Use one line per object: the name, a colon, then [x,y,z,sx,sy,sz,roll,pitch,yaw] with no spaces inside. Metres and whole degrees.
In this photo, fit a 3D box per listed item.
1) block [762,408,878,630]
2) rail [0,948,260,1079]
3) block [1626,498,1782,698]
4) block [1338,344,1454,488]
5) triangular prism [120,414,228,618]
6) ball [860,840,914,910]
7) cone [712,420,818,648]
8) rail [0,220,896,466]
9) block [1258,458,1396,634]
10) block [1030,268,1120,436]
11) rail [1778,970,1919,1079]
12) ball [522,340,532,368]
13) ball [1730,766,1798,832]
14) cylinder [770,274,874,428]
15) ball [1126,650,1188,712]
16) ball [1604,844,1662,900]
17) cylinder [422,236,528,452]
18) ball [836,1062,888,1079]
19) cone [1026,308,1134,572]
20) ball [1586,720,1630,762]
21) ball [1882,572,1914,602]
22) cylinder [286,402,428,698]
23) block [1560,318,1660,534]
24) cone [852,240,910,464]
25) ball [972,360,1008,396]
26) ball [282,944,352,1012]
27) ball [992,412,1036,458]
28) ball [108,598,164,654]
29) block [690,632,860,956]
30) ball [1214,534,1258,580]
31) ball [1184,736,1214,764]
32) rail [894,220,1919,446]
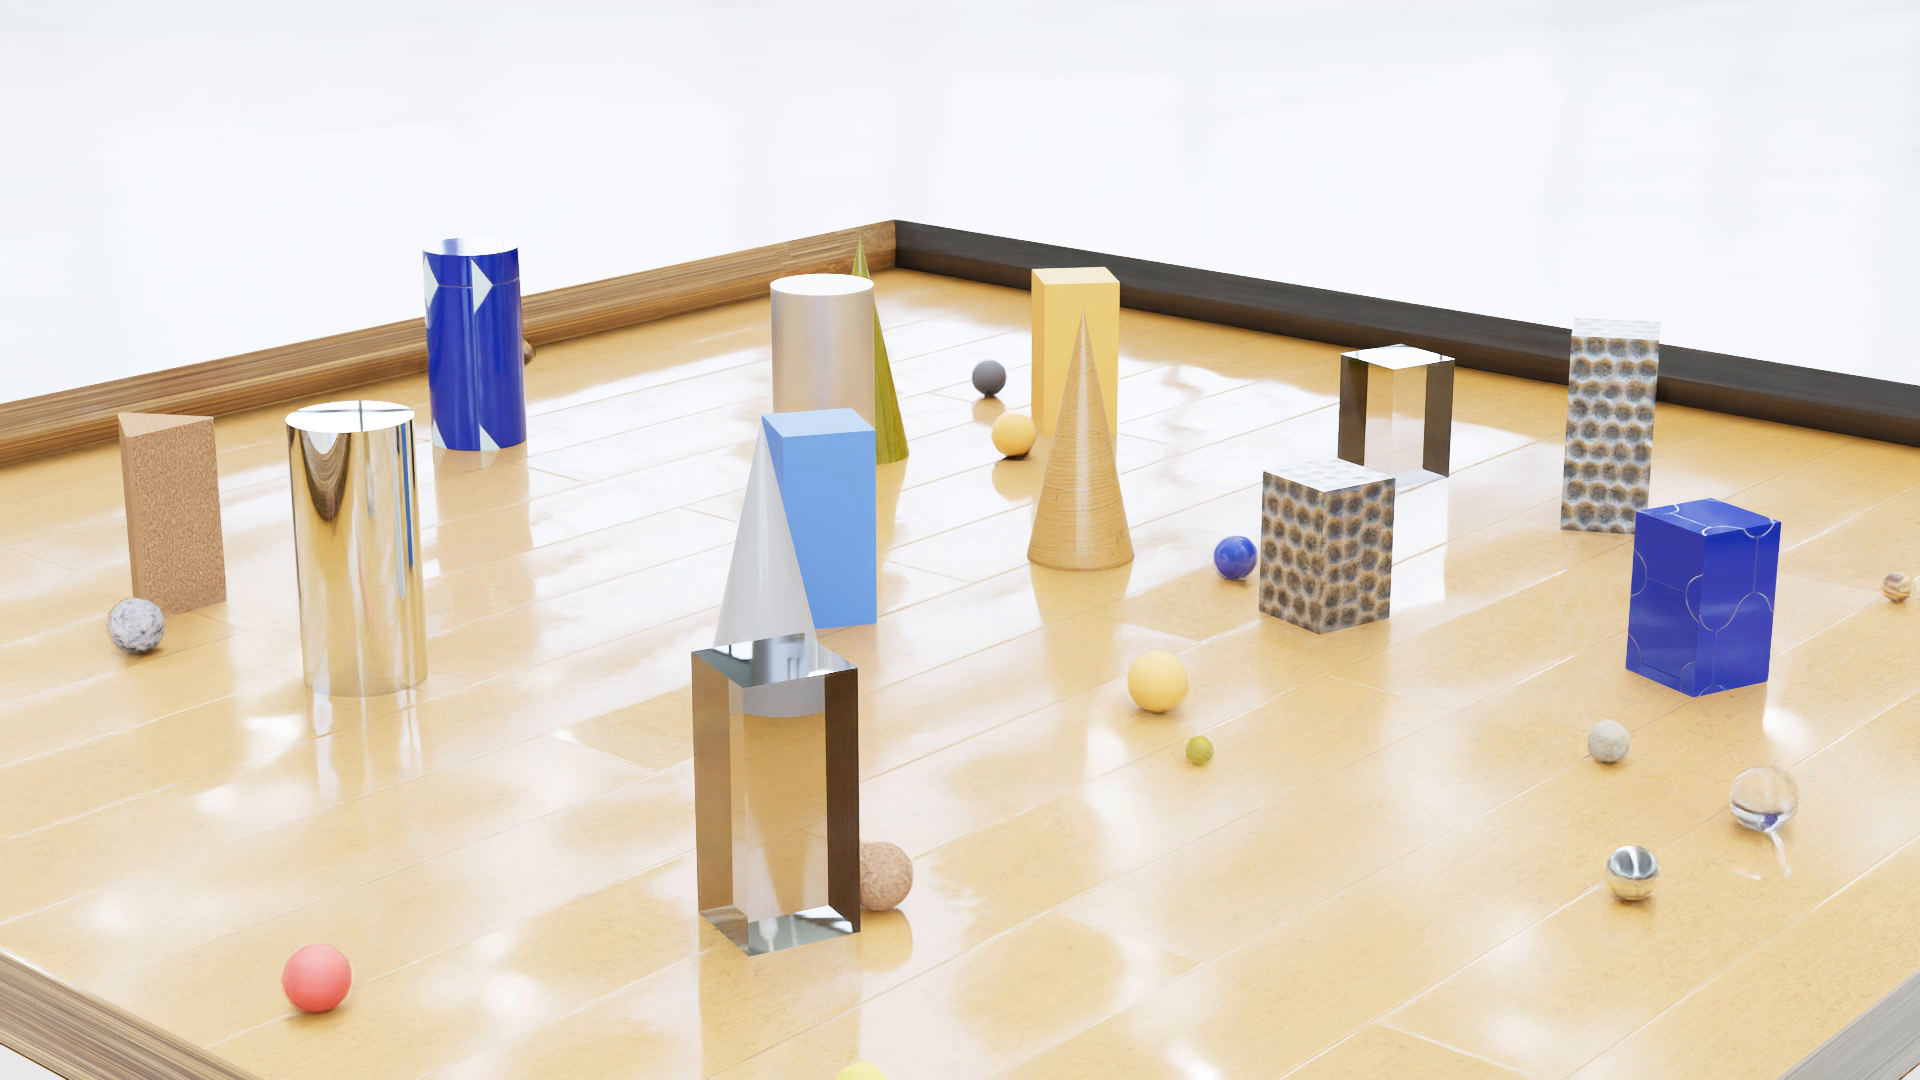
block: [-0.239,-0.036,4.984,0.158,0.339,0.158,-5,17,-16]
rail: [-1.335,0.476,3.648,4.043,0.129,0.045,14,22,39]
block: [1.188,0.090,4.692,0.158,0.267,0.158,-9,19,-28]
block: [0.869,-0.248,5.853,0.158,0.244,0.158,-11,20,-32]
triangular prism: [-1.388,-0.048,5.044,0.149,0.328,0.172,14,22,38]
ball: [-0.105,0.439,3.840,0.090,0.090,0.090,0,17,0]
cone: [-0.309,0.021,4.626,0.198,0.438,0.198,0,17,0]
rail: [-1.509,-0.346,6.374,0.045,0.129,4.120,14,22,39]
block: [0.624,0.008,4.995,0.158,0.250,0.158,-11,20,-32]
block: [0.243,-0.400,6.216,0.158,0.326,0.158,-2,17,-8]
rail: [1.509,0.410,3.866,0.045,0.129,4.120,14,22,39]
ball: [-1.019,-0.429,6.756,0.069,0.069,0.069,0,17,0]
ball: [1.122,0.361,4.092,0.094,0.094,0.094,0,17,0]
cylinder: [-0.265,-0.289,5.686,0.198,0.420,0.198,0,17,0]
ball: [0.307,0.219,4.561,0.095,0.095,0.095,0,17,0]
ball: [0.888,0.439,3.869,0.073,0.073,0.073,0,17,0]
cylinder: [-1.009,-0.409,6.099,0.198,0.411,0.198,0,17,0]
ball: [-0.110,0.618,3.291,0.064,0.064,0.064,0,17,0]
cone: [0.220,-0.194,5.291,0.198,0.466,0.198,0,17,0]
ball: [0.963,0.299,4.351,0.063,0.063,0.063,0,17,0]
ball: [1.629,0.081,5.095,0.051,0.051,0.051,0,17,0]
cylinder: [-0.956,0.013,4.662,0.198,0.432,0.198,0,17,0]
block: [1.224,-0.215,5.520,0.158,0.374,0.158,4,17,13]
cone: [-0.202,-0.396,5.984,0.198,0.453,0.198,0,17,0]
ball: [0.065,-0.360,6.512,0.080,0.080,0.080,0,17,0]
ball: [-0.778,0.530,3.551,0.082,0.082,0.082,0,17,0]
ball: [0.110,-0.216,6.011,0.092,0.092,0.092,0,17,0]
ball: [-1.356,0.142,4.827,0.090,0.090,0.090,0,17,0]
block: [-0.235,0.323,3.756,0.158,0.360,0.158,-9,19,-27]
ball: [0.491,0.030,5.216,0.079,0.079,0.079,0,17,0]
ball: [0.355,0.311,4.345,0.043,0.043,0.043,0,17,0]
rail: [1.335,-0.411,6.592,4.043,0.129,0.045,14,22,39]
